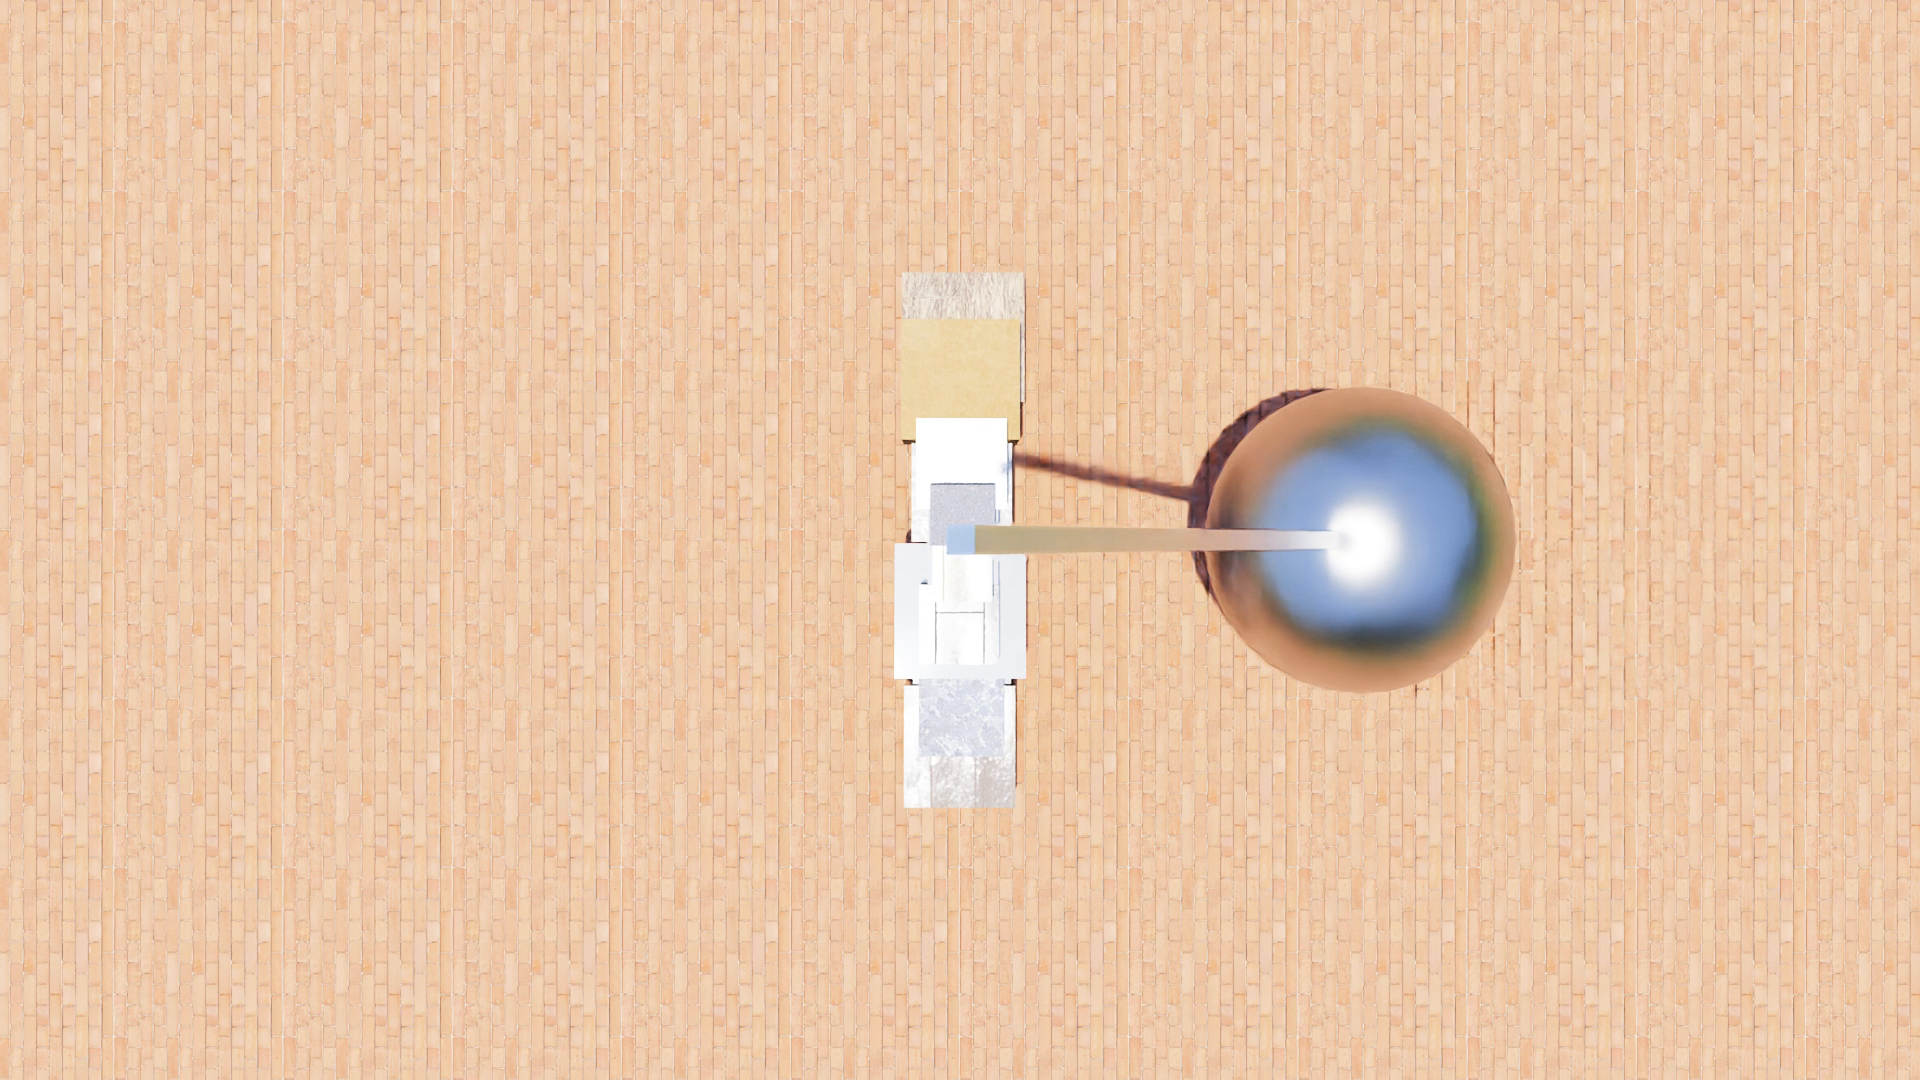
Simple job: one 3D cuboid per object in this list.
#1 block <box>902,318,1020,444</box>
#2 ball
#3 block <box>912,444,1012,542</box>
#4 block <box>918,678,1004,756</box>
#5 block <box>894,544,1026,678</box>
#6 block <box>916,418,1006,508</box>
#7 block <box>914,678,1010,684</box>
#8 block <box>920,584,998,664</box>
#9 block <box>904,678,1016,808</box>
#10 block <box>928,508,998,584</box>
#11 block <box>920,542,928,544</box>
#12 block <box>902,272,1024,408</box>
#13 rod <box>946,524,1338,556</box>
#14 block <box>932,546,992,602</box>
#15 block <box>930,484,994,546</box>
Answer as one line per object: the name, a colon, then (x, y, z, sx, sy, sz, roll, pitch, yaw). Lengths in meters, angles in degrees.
block: (0.003, -0.856, 12.018, 0.632, 0.630, 0.642, 0, 90, 0)
ball: (2.074, 0.000, 11.440, 1.600, 1.600, 1.600, 0, 90, 0)
block: (0.010, -0.258, 12.165, 0.543, 0.517, 0.533, 0, 90, 0)
block: (0.006, 0.963, 12.135, 0.461, 0.389, 0.427, 0, 90, 0)
block: (0.002, 0.379, 12.055, 0.701, 0.621, 0.721, 0, 90, 0)
block: (0.008, -0.403, 11.512, 0.465, 0.394, 0.464, 0, 93, 0)
block: (0.012, 0.496, 12.683, 0.550, 0.635, 0.625, 0, 90, 0)
block: (-0.004, 0.439, 11.560, 0.412, 0.368, 0.410, 0, 90, 0)
block: (-0.002, 1.160, 12.665, 0.626, 0.670, 0.683, 0, 90, 0)
block: (0.016, 0.032, 11.550, 0.362, 0.385, 0.393, 0, 91, 0)
block: (0.014, -0.059, 12.712, 0.472, 0.576, 0.465, 0, 90, 0)
block: (0.019, -1.139, 12.666, 0.686, 0.667, 0.724, 0, 90, 0)
rod: (0.899, 0.000, 8.250, 0.080, 5.200, 0.080, 0, 90, 20)
block: (0.013, 0.167, 11.201, 0.299, 0.315, 0.279, 0, 91, 0)
block: (0.011, -0.130, 11.182, 0.326, 0.292, 0.307, 0, 93, 0)
